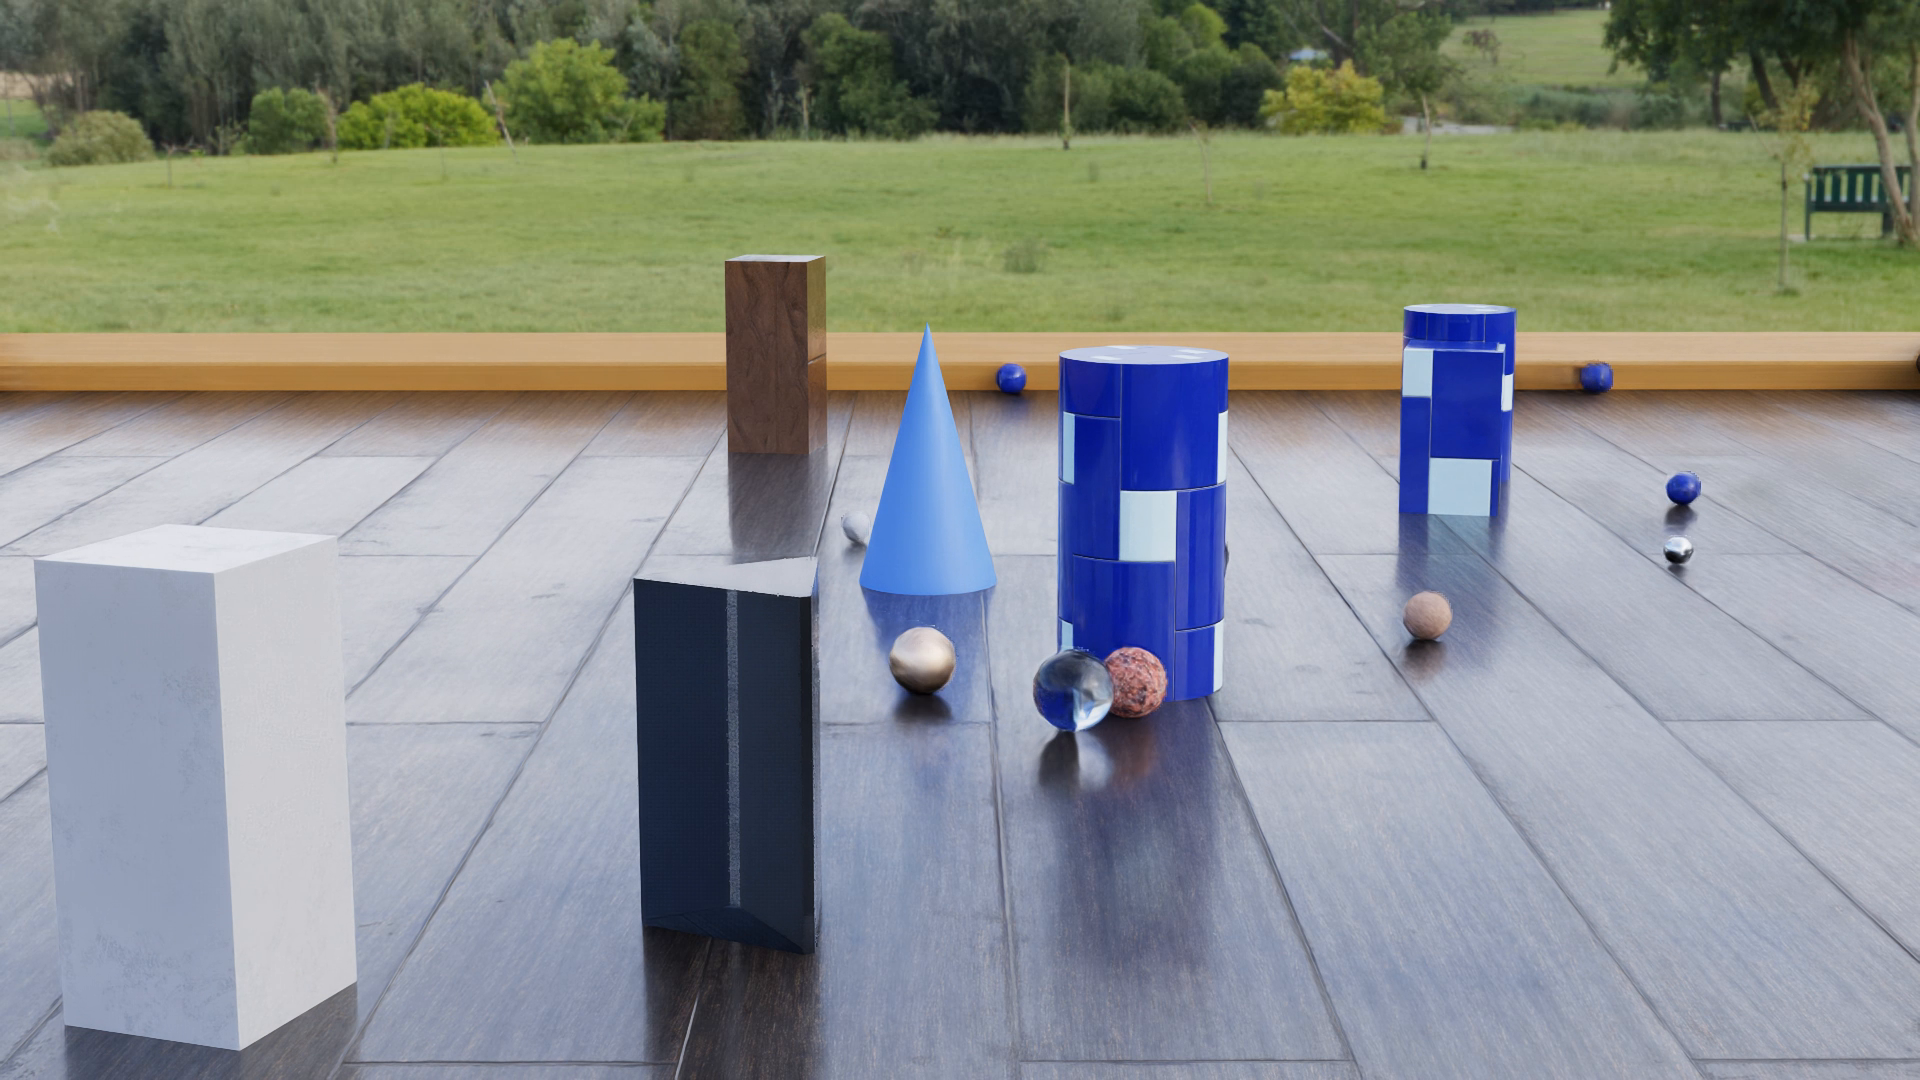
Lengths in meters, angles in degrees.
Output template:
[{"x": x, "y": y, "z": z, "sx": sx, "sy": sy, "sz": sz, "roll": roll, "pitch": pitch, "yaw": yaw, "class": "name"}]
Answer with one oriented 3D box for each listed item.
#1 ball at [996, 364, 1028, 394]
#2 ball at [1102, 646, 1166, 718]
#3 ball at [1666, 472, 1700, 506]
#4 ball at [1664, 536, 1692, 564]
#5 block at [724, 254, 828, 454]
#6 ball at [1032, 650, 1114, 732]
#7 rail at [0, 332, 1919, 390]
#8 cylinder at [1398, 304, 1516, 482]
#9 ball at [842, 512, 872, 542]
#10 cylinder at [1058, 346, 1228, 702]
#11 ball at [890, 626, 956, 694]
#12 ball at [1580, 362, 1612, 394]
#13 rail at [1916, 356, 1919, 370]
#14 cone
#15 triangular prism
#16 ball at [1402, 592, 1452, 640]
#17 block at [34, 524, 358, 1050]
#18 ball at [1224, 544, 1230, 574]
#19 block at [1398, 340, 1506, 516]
[{"x": 0.117, "y": -0.362, "z": 5.756, "sx": 0.069, "sy": 0.069, "sz": 0.069, "roll": 0, "pitch": 10, "yaw": 0, "class": "ball"}, {"x": 0.193, "y": 0.161, "z": 2.898, "sx": 0.081, "sy": 0.081, "sz": 0.081, "roll": 0, "pitch": 10, "yaw": 0, "class": "ball"}, {"x": 1.211, "y": -0.086, "z": 4.299, "sx": 0.055, "sy": 0.055, "sz": 0.055, "roll": 0, "pitch": 10, "yaw": 0, "class": "ball"}, {"x": 1.061, "y": 0.016, "z": 3.791, "sx": 0.041, "sy": 0.041, "sz": 0.041, "roll": 0, "pitch": 10, "yaw": 0, "class": "ball"}, {"x": -0.351, "y": -0.358, "z": 4.925, "sx": 0.159, "sy": 0.364, "sz": 0.159, "roll": 2, "pitch": 11, "yaw": 10, "class": "block"}, {"x": 0.125, "y": 0.166, "z": 2.839, "sx": 0.091, "sy": 0.091, "sz": 0.091, "roll": 0, "pitch": 10, "yaw": 0, "class": "ball"}, {"x": -0.014, "y": -0.401, "z": 5.797, "sx": 4.433, "sy": 0.129, "sz": 0.045, "roll": 0, "pitch": 10, "yaw": 0, "class": "rail"}, {"x": 0.888, "y": -0.263, "z": 4.584, "sx": 0.198, "sy": 0.300, "sz": 0.198, "roll": 0, "pitch": 10, "yaw": 0, "class": "cylinder"}, {"x": -0.160, "y": -0.020, "z": 3.972, "sx": 0.045, "sy": 0.045, "sz": 0.045, "roll": 0, "pitch": 10, "yaw": 0, "class": "ball"}, {"x": 0.215, "y": -0.023, "z": 3.033, "sx": 0.198, "sy": 0.393, "sz": 0.198, "roll": 0, "pitch": 10, "yaw": 0, "class": "cylinder"}, {"x": -0.043, "y": 0.141, "z": 3.009, "sx": 0.079, "sy": 0.079, "sz": 0.079, "roll": 0, "pitch": 10, "yaw": 0, "class": "ball"}, {"x": 1.429, "y": -0.364, "z": 5.765, "sx": 0.070, "sy": 0.070, "sz": 0.070, "roll": 0, "pitch": 10, "yaw": 0, "class": "ball"}, {"x": 2.193, "y": 0.031, "z": 3.461, "sx": 0.045, "sy": 0.129, "sz": 4.824, "roll": 0, "pitch": 10, "yaw": 0, "class": "rail"}, {"x": -0.046, "y": -0.124, "z": 3.637, "sx": 0.198, "sy": 0.372, "sz": 0.198, "roll": 0, "pitch": 10, "yaw": 0, "class": "cone"}, {"x": -0.164, "y": 0.176, "z": 2.207, "sx": 0.172, "sy": 0.303, "sz": 0.149, "roll": 6, "pitch": 12, "yaw": 28, "class": "triangular prism"}, {"x": 0.599, "y": 0.097, "z": 3.293, "sx": 0.061, "sy": 0.061, "sz": 0.061, "roll": 0, "pitch": 10, "yaw": 0, "class": "ball"}, {"x": -0.587, "y": 0.185, "z": 1.987, "sx": 0.159, "sy": 0.365, "sz": 0.159, "roll": 4, "pitch": 11, "yaw": 19, "class": "block"}, {"x": 0.332, "y": 0.024, "z": 3.606, "sx": 0.093, "sy": 0.093, "sz": 0.093, "roll": 0, "pitch": 10, "yaw": 0, "class": "ball"}, {"x": 0.820, "y": -0.188, "z": 4.267, "sx": 0.159, "sy": 0.269, "sz": 0.159, "roll": 2, "pitch": 11, "yaw": 13, "class": "block"}]
